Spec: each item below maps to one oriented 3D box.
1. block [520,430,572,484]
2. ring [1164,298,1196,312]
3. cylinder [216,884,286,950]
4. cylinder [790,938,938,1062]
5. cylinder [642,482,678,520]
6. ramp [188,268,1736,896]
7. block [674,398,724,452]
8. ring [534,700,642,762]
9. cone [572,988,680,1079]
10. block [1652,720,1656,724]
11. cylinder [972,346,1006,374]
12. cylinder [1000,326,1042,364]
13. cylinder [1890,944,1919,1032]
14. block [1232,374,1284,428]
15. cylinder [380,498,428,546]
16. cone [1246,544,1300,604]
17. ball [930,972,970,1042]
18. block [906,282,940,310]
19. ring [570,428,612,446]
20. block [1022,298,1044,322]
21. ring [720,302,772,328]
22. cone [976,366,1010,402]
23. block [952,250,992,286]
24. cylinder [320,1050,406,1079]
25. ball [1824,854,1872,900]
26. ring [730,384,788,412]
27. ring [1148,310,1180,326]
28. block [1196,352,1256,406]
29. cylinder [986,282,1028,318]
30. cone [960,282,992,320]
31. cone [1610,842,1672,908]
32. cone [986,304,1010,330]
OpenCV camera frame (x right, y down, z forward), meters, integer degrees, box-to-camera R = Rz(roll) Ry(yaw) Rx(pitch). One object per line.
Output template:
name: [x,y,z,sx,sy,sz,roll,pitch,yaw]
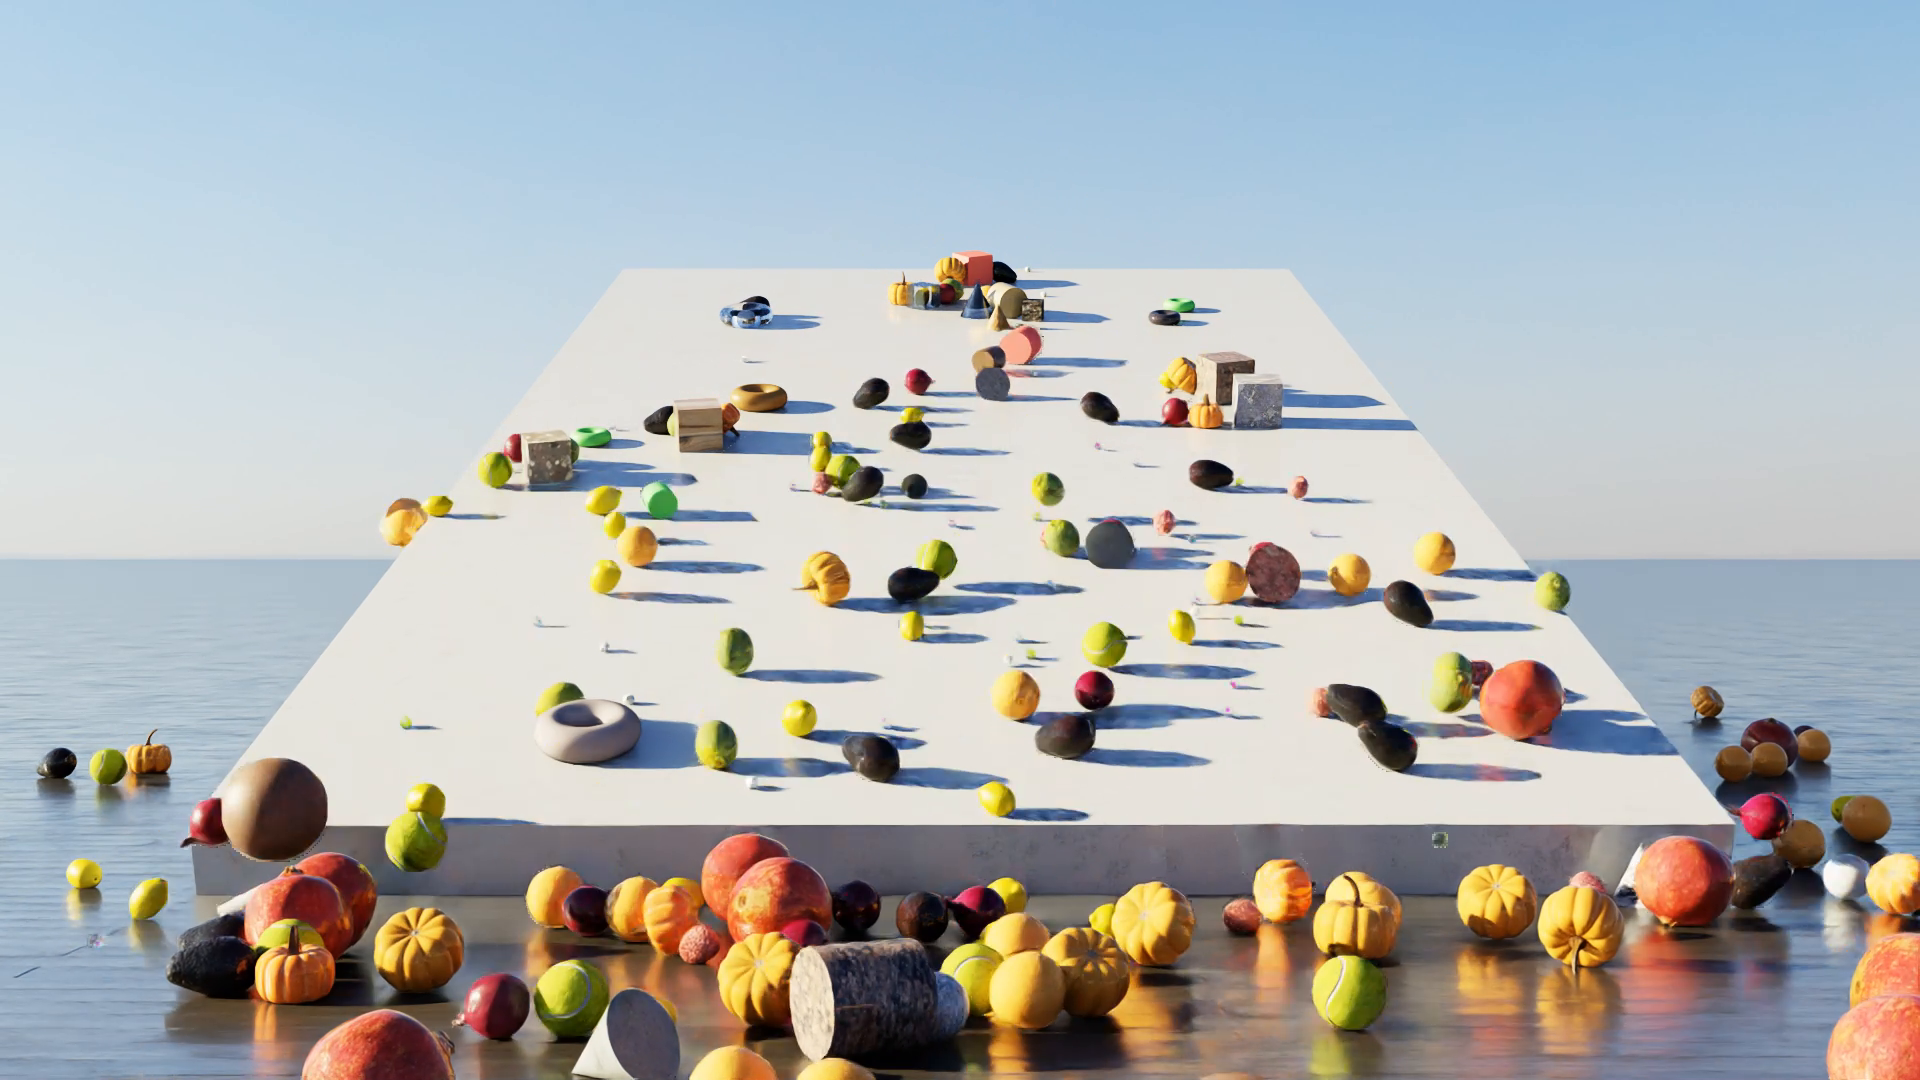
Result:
block: [-0.827,-0.166,4.453,0.084,0.084,0.084,-6,18,-19]
ring: [0.600,-0.643,6.091,0.087,0.029,0.087,1,16,0]
cylinder: [-0.798,0.425,2.506,0.055,0.055,0.055,-28,13,-26]
cylinder: [-0.086,0.408,1.981,0.100,0.100,0.100,0,0,-27]
cylinder: [-0.568,-0.075,4.204,0.057,0.057,0.057,0,16,-21]
ramp: [-0.003,-0.177,4.801,2.000,0.100,4.000,0,17,0]
block: [-0.552,-0.242,4.688,0.091,0.091,0.091,-4,18,-13]
ring: [-0.522,0.267,3.116,0.150,0.050,0.150,0,19,0]
cone: [-0.300,0.438,1.892,0.087,0.087,0.087,-30,-15,26]
block: [1.544,0.443,5.049,0.065,0.065,0.065,0,0,19]
cylinder: [0.070,-0.433,5.355,0.062,0.062,0.062,0,15,29]
cylinder: [0.149,-0.479,5.472,0.082,0.082,0.082,0,16,21]
cylinder: [0.933,0.415,2.080,0.087,0.087,0.087,0,0,-40]
block: [0.653,-0.306,4.888,0.098,0.098,0.098,0,17,1]
cylinder: [-1.085,-0.035,4.337,0.079,0.079,0.079,0,-13,-25]
cone: [0.513,0.065,3.779,0.099,0.099,0.099,0,-10,-16]
ball: [-0.022,0.427,2.038,0.063,0.063,0.063,0,0,0]
block: [-0.102,-0.671,6.118,0.064,0.064,0.064,14,22,37]
ring: [-0.783,-0.219,4.718,0.087,0.029,0.087,1,16,0]
block: [0.196,-0.615,5.960,0.053,0.053,0.053,3,17,9]
ring: [-0.568,-0.597,5.906,0.143,0.048,0.143,-1,18,0]
cone: [0.071,-0.350,5.129,0.082,0.082,0.082,0,-10,-6]
block: [0.037,-0.790,6.469,0.085,0.085,0.085,-11,20,-31]
cylinder: [-0.461,0.427,1.719,0.060,0.060,0.060,0,0,-20]
ball: [1.142,0.433,2.863,0.060,0.060,0.060,0,0,0]
ring: [-0.454,-0.322,5.028,0.130,0.043,0.130,1,18,0]
ring: [0.545,-0.593,5.928,0.088,0.029,0.088,0,19,0]
block: [0.606,-0.371,5.094,0.099,0.099,0.099,-7,18,-21]
cylinder: [0.127,-0.647,6.008,0.084,0.084,0.084,0,16,-25]
cone: [0.048,-0.651,6.004,0.095,0.095,0.095,0,17,0]
cone: [0.869,0.424,2.837,0.077,0.077,0.077,0,0,0]
cone: [0.100,-0.591,5.854,0.068,0.068,0.068,0,17,0]
